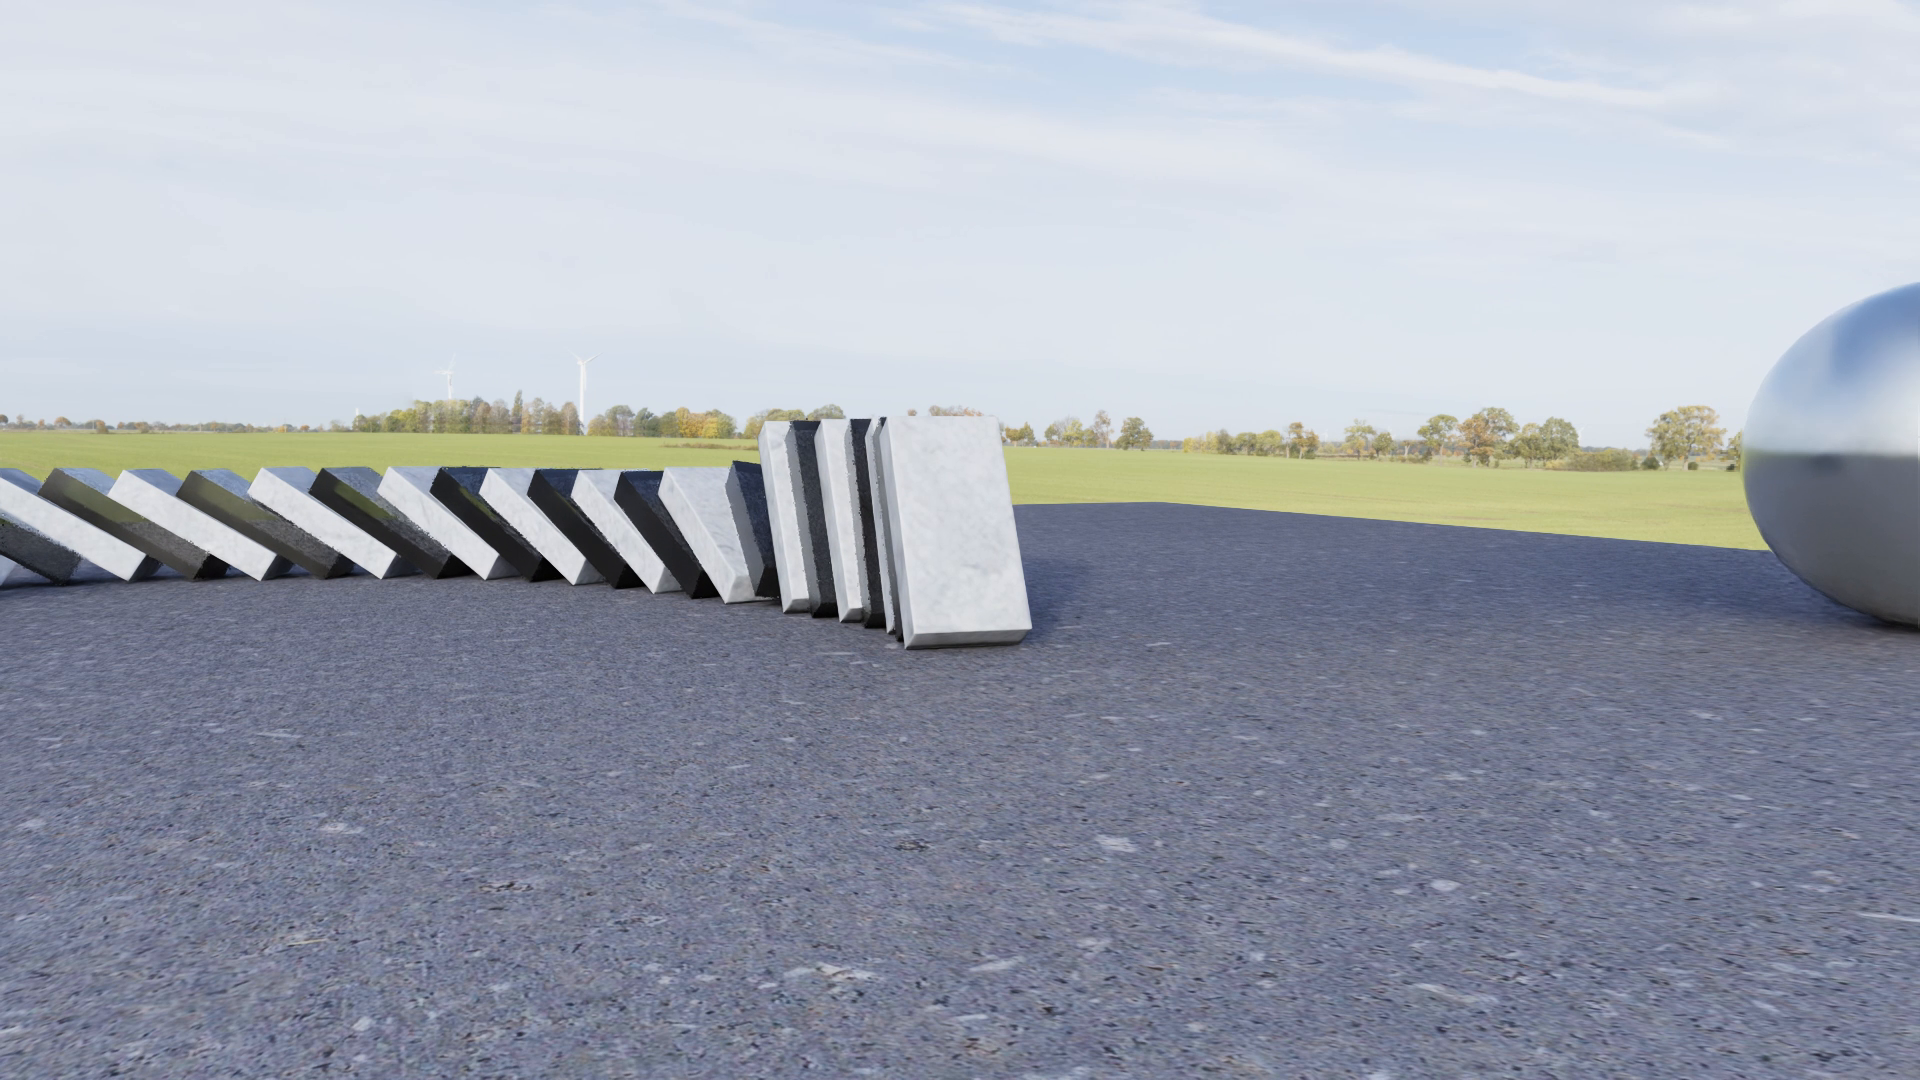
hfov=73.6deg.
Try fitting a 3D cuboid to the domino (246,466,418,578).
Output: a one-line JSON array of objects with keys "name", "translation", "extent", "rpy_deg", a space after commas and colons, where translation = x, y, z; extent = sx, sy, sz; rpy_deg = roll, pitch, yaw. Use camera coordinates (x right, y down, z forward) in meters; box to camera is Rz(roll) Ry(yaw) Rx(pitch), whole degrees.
[{"name": "domino", "translation": [-0.200, -0.006, 0.416], "extent": [0.050, 0.010, 0.025], "rpy_deg": [33, 5, -1]}]

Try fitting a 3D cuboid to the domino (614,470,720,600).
[{"name": "domino", "translation": [-0.077, -0.003, 0.372], "extent": [0.025, 0.010, 0.050], "rpy_deg": [-4, 38, -43]}]

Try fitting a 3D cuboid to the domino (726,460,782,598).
[{"name": "domino", "translation": [-0.047, -0.003, 0.352], "extent": [0.025, 0.010, 0.050], "rpy_deg": [6, 34, -25]}]

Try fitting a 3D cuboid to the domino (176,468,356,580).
[{"name": "domino", "translation": [-0.220, -0.005, 0.411], "extent": [0.050, 0.009, 0.025], "rpy_deg": [32, 0, -9]}]

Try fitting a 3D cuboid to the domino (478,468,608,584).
[{"name": "domino", "translation": [-0.125, -0.005, 0.404], "extent": [0.050, 0.009, 0.025], "rpy_deg": [38, 21, 24]}]

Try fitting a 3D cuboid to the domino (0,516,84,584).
[{"name": "domino", "translation": [-0.290, -0.004, 0.382], "extent": [0.050, 0.010, 0.025], "rpy_deg": [36, -16, -27]}]

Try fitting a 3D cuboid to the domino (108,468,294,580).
[{"name": "domino", "translation": [-0.238, -0.005, 0.406], "extent": [0.050, 0.009, 0.025], "rpy_deg": [32, -1, -10]}]

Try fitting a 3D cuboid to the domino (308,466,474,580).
[{"name": "domino", "translation": [-0.181, -0.006, 0.416], "extent": [0.050, 0.009, 0.025], "rpy_deg": [33, 7, 3]}]

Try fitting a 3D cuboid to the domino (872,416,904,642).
[{"name": "domino", "translation": [-0.004, -0.003, 0.286], "extent": [0.025, 0.050, 0.009], "rpy_deg": [-1, -24, -16]}]

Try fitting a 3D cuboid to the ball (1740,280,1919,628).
[{"name": "ball", "translation": [0.225, -0.019, 0.293], "extent": [0.080, 0.080, 0.080], "rpy_deg": [0, 4, 0]}]

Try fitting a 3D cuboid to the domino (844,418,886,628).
[{"name": "domino", "translation": [-0.012, -0.005, 0.306], "extent": [0.025, 0.050, 0.009], "rpy_deg": [-1, -24, -16]}]

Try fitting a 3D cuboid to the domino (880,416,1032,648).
[{"name": "domino", "translation": [-0.002, -0.002, 0.275], "extent": [0.025, 0.050, 0.009], "rpy_deg": [-1, -24, -16]}]

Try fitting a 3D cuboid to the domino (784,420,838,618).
[{"name": "domino", "translation": [-0.028, -0.006, 0.325], "extent": [0.025, 0.050, 0.010], "rpy_deg": [-2, -24, -23]}]

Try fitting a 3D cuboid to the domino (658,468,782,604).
[{"name": "domino", "translation": [-0.063, -0.002, 0.360], "extent": [0.025, 0.009, 0.050], "rpy_deg": [-2, 38, -38]}]

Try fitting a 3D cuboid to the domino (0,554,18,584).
[{"name": "domino", "translation": [-0.300, -0.003, 0.364], "extent": [0.025, 0.010, 0.050], "rpy_deg": [4, -29, 41]}]

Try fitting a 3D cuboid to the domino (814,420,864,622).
[{"name": "domino", "translation": [-0.020, -0.005, 0.316], "extent": [0.025, 0.050, 0.010], "rpy_deg": [-2, -24, -21]}]

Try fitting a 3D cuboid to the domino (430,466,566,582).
[{"name": "domino", "translation": [-0.143, -0.006, 0.411], "extent": [0.050, 0.010, 0.025], "rpy_deg": [37, 17, 19]}]

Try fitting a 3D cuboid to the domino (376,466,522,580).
[{"name": "domino", "translation": [-0.161, -0.006, 0.417], "extent": [0.050, 0.009, 0.025], "rpy_deg": [35, 14, 14]}]

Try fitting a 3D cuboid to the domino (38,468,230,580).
[{"name": "domino", "translation": [-0.257, -0.005, 0.403], "extent": [0.050, 0.010, 0.025], "rpy_deg": [32, -3, -9]}]

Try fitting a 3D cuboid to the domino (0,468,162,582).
[{"name": "domino", "translation": [-0.275, -0.005, 0.397], "extent": [0.050, 0.010, 0.025], "rpy_deg": [32, -7, -15]}]

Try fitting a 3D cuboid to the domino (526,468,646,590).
[{"name": "domino", "translation": [-0.108, -0.004, 0.395], "extent": [0.050, 0.010, 0.025], "rpy_deg": [40, 25, 28]}]

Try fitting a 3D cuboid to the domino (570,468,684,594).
[{"name": "domino", "translation": [-0.092, -0.004, 0.384], "extent": [0.025, 0.009, 0.050], "rpy_deg": [-5, 39, -48]}]

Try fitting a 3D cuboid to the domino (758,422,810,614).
[{"name": "domino", "translation": [-0.036, -0.007, 0.333], "extent": [0.025, 0.050, 0.010], "rpy_deg": [-2, -24, -24]}]

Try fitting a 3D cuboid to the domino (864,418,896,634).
[{"name": "domino", "translation": [-0.006, -0.004, 0.296], "extent": [0.025, 0.050, 0.009], "rpy_deg": [-1, -24, -16]}]
